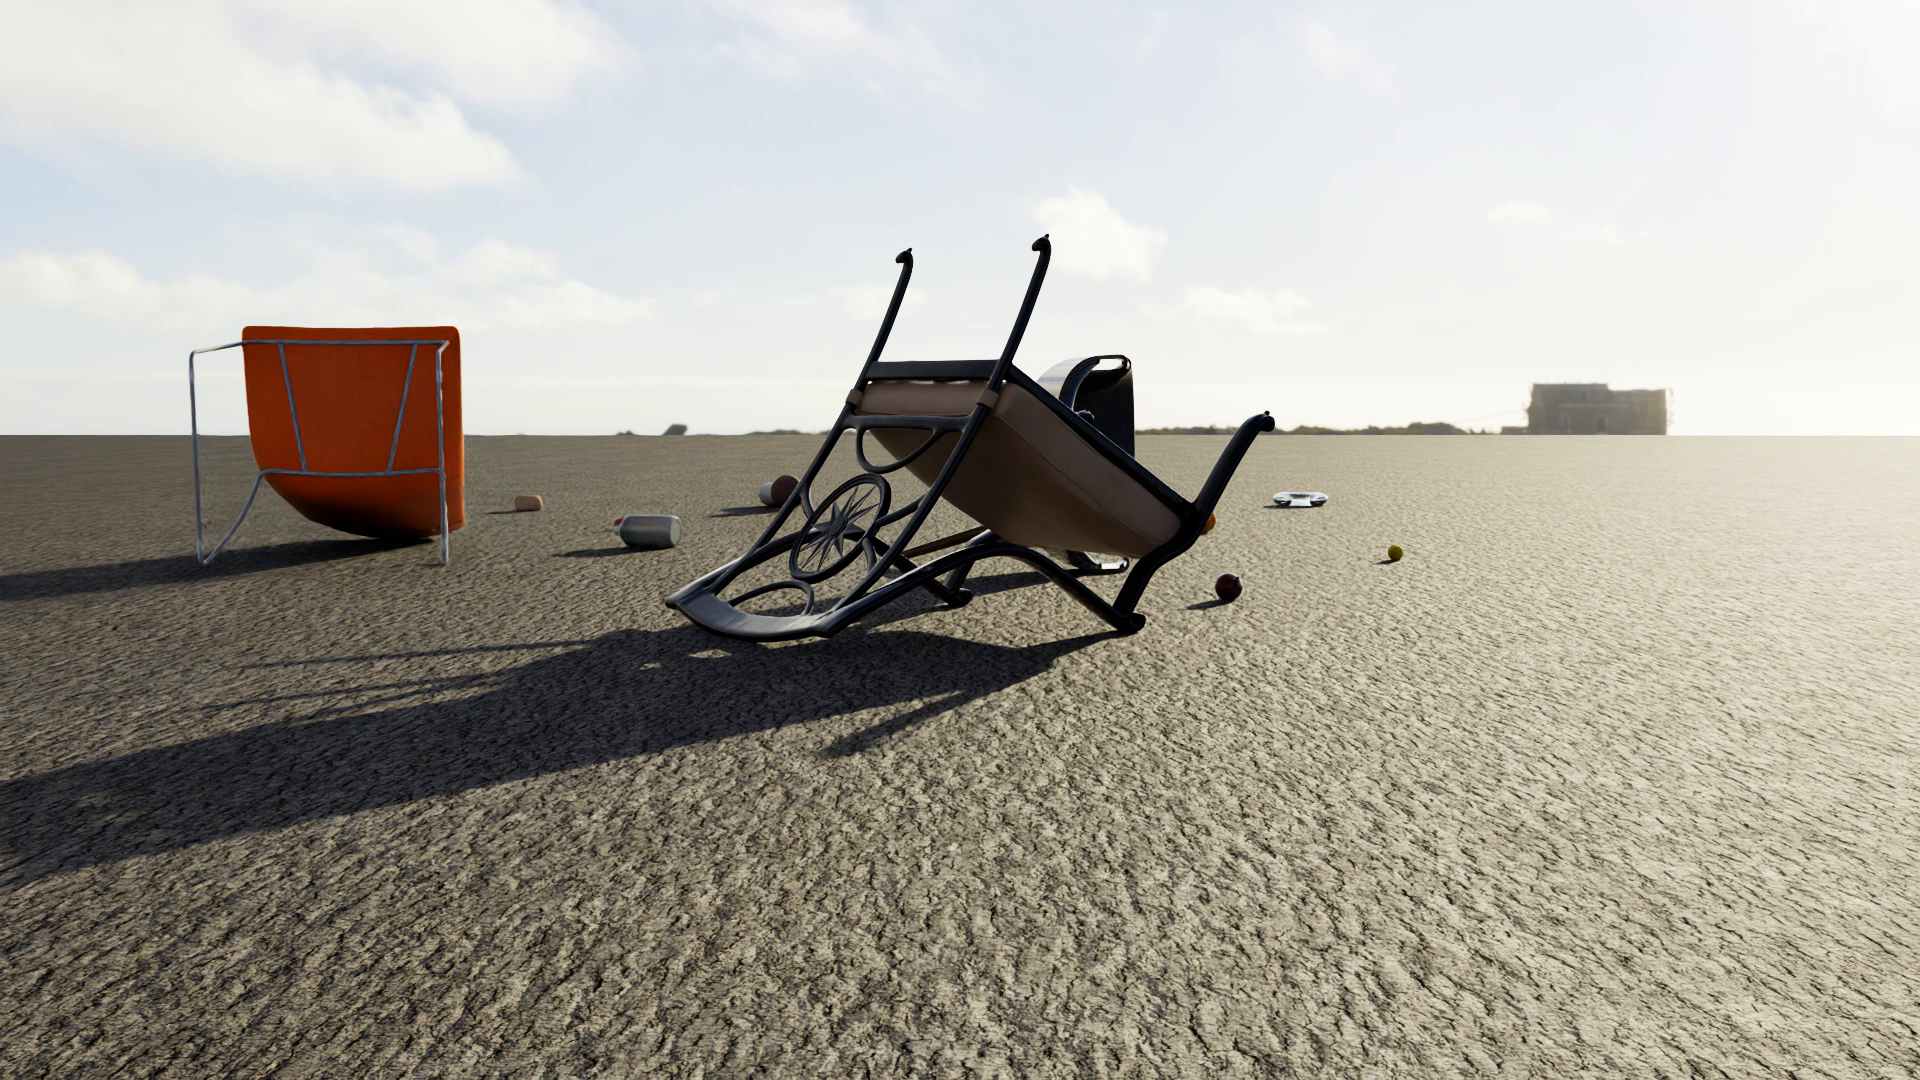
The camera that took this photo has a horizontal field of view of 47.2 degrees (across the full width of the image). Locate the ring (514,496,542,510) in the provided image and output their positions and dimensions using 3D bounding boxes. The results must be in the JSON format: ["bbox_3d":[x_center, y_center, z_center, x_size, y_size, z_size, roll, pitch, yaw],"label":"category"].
[{"bbox_3d":[-1.596,-0.136,8.135,0.101,0.056,0.097,-1,2,-34],"label":"ring"}]

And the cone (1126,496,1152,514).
[{"bbox_3d":[0.660,-0.110,7.911,0.065,0.067,0.134,35,-2,-35],"label":"cone"}]

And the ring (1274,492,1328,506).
[{"bbox_3d":[1.317,-0.159,8.510,0.213,0.049,0.207,-1,3,-24],"label":"ring"}]
